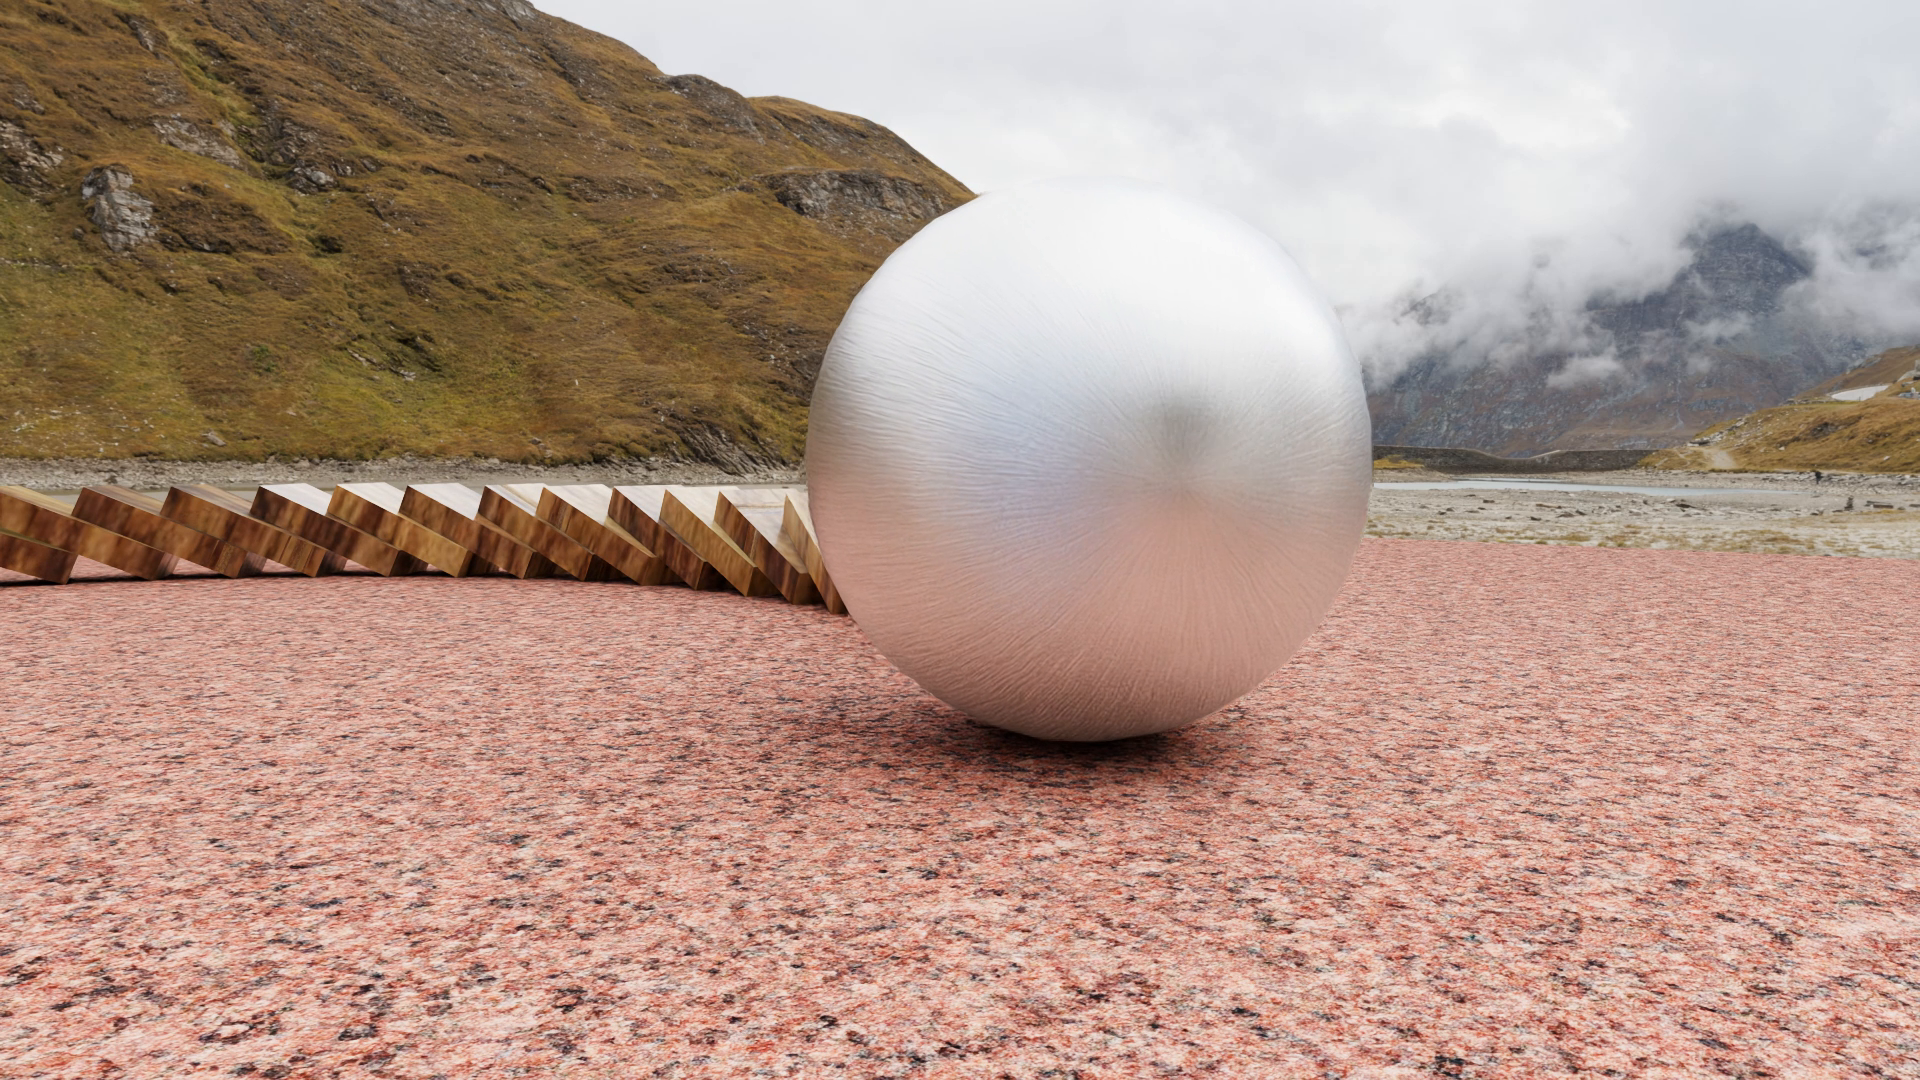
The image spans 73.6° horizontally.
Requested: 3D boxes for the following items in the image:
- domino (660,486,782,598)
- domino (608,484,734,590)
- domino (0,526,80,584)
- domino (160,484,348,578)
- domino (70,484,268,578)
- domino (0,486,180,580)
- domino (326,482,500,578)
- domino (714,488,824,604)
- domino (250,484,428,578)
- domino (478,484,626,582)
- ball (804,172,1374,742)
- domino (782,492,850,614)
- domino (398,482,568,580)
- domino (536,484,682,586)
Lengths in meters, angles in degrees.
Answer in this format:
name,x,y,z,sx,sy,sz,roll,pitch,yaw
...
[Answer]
name,x,y,z,sx,sy,sz,roll,pitch,yaw
domino,-0.065,0.000,0.379,0.025,0.009,0.050,-4,30,-44
domino,-0.084,-0.002,0.394,0.050,0.010,0.025,34,25,35
domino,-0.295,0.000,0.385,0.050,0.009,0.025,23,-8,-31
domino,-0.228,-0.003,0.417,0.050,0.010,0.025,24,1,-7
domino,-0.251,-0.003,0.411,0.050,0.010,0.025,24,-1,-12
domino,-0.274,-0.002,0.401,0.050,0.010,0.025,24,-4,-18
domino,-0.178,-0.004,0.423,0.050,0.009,0.025,25,8,8
domino,-0.047,0.001,0.362,0.025,0.009,0.050,-3,30,-37
domino,-0.202,-0.004,0.423,0.050,0.010,0.025,24,6,2
domino,-0.128,-0.003,0.415,0.050,0.010,0.025,29,16,23
ball,0.018,-0.011,0.185,0.080,0.080,0.080,0,4,0
domino,-0.029,0.002,0.343,0.025,0.009,0.050,-2,29,-23
domino,-0.154,-0.004,0.419,0.050,0.010,0.025,26,11,12
domino,-0.107,-0.002,0.405,0.050,0.010,0.025,29,18,26
